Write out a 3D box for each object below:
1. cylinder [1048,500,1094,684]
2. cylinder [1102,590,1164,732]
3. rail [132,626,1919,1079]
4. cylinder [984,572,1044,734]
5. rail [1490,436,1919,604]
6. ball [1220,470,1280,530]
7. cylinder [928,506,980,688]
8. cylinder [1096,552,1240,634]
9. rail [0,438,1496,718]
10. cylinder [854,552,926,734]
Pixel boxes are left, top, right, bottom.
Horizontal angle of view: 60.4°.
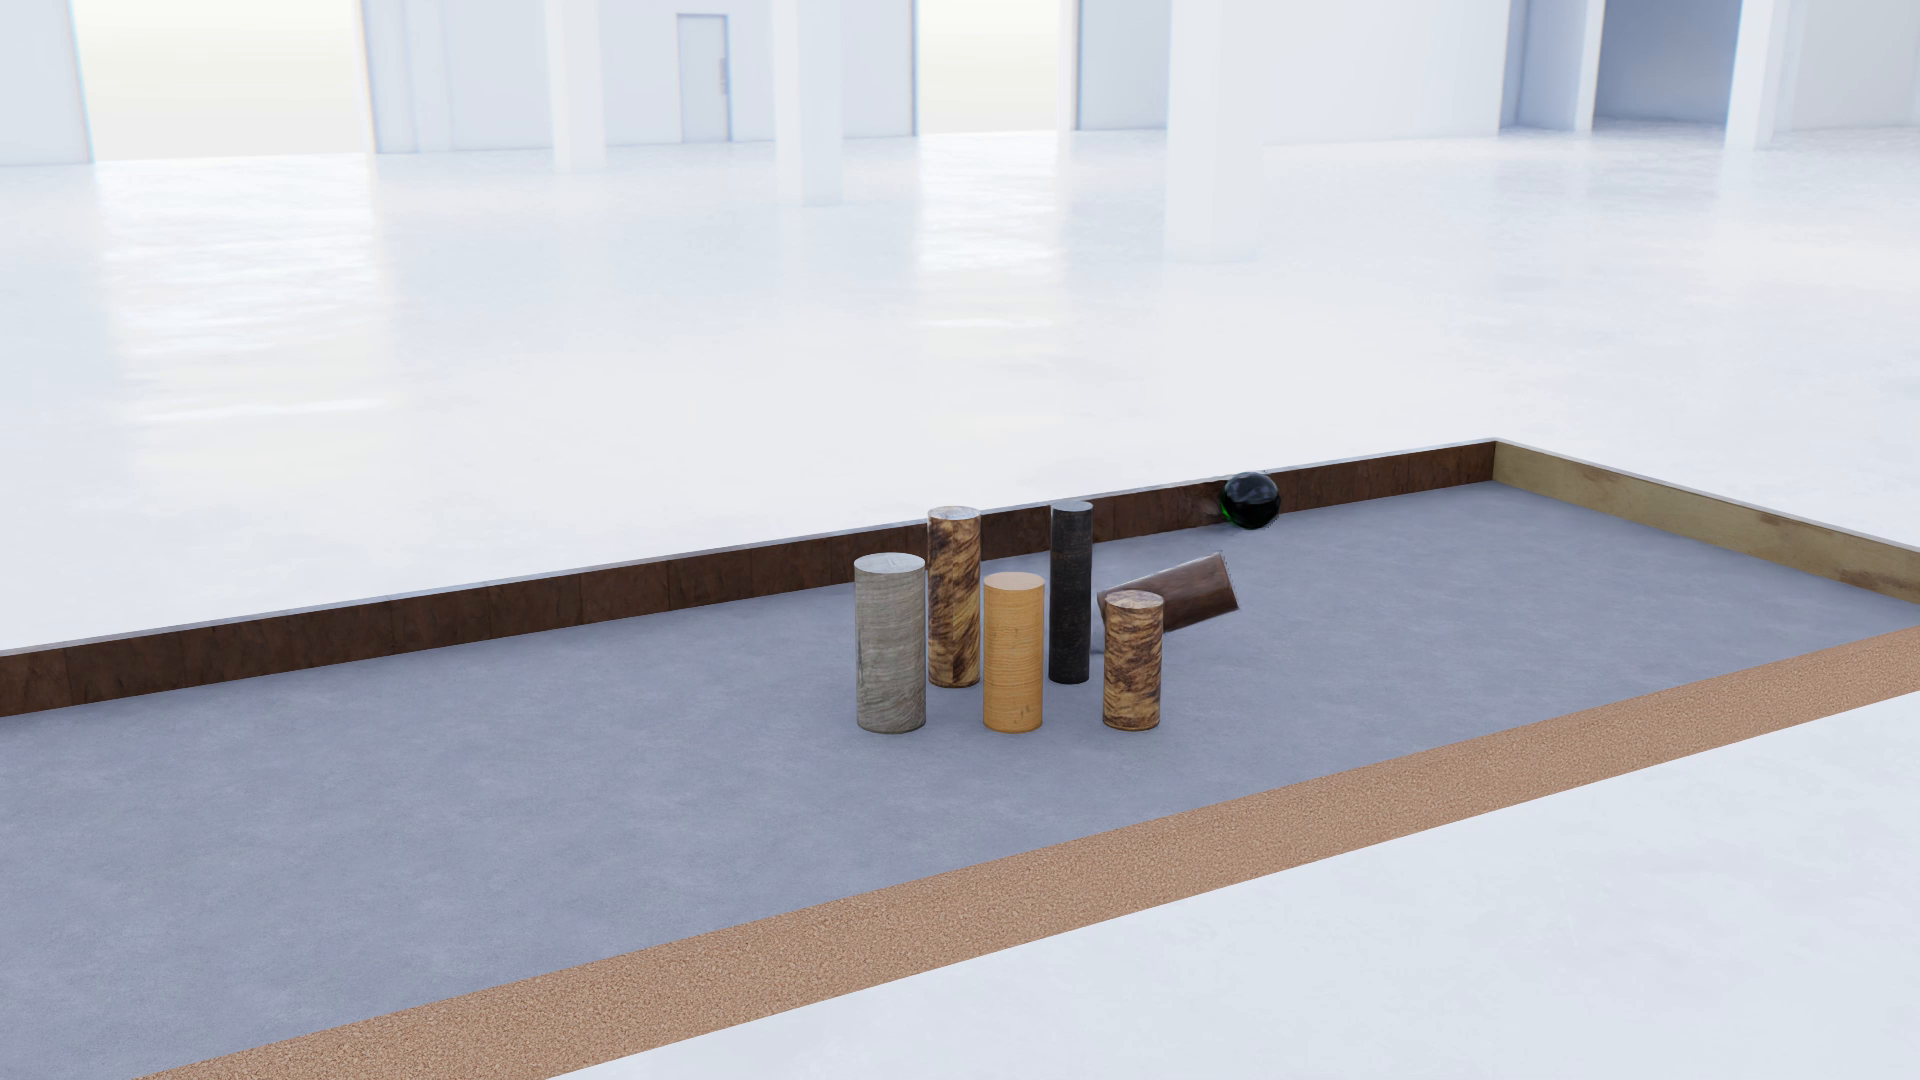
[{"bbox_3d":[0.275,0.131,4.111,0.104,0.449,0.104,0,16,0],"label":"cylinder"},{"bbox_3d":[0.405,0.282,3.859,0.134,0.302,0.134,0,16,0],"label":"cylinder"},{"bbox_3d":[-2.336,1.006,1.665,12.000,0.150,0.050,-9,18,-27],"label":"rail"},{"bbox_3d":[0.125,0.262,3.843,0.140,0.350,0.140,0,16,0],"label":"cylinder"},{"bbox_3d":[2.466,-0.048,5.253,0.050,0.150,2.100,-9,18,-27],"label":"rail"},{"bbox_3d":[0.960,-0.131,5.454,0.196,0.196,0.196,0,16,0],"label":"ball"},{"bbox_3d":[-0.015,0.142,4.100,0.131,0.436,0.131,0,16,0],"label":"cylinder"},{"bbox_3d":[0.545,0.160,4.336,0.340,0.159,0.159,-19,14,9],"label":"cylinder"},{"bbox_3d":[-3.305,0.497,3.399,12.000,0.150,0.050,-9,18,-27],"label":"rail"},{"bbox_3d":[-0.162,0.240,3.844,0.163,0.391,0.163,0,16,0],"label":"cylinder"}]
